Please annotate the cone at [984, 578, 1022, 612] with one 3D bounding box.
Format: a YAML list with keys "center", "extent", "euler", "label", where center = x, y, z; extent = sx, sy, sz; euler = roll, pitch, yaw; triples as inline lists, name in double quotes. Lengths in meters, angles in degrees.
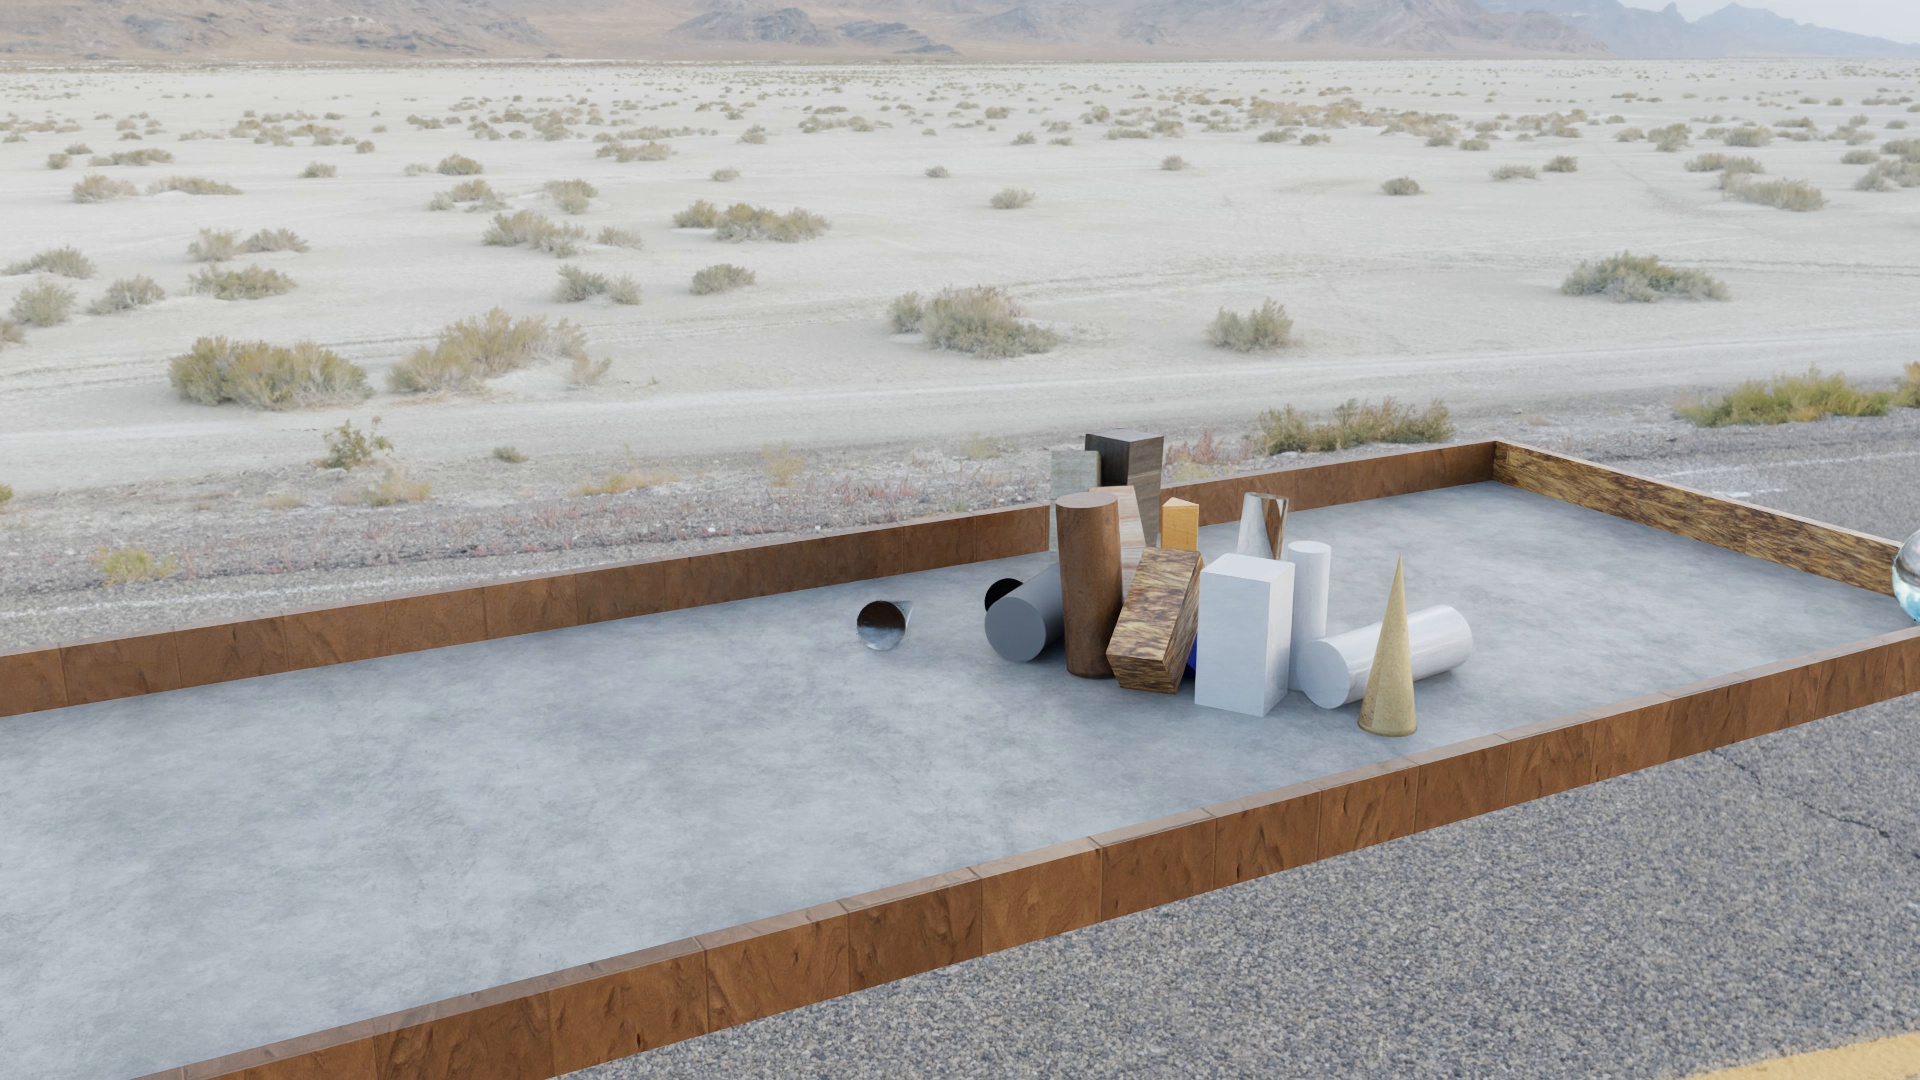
- center: [0.113, 0.160, 4.695]
  extent: [0.132, 0.132, 0.301]
  euler: [-2, 4, -7]
  label: "cone"

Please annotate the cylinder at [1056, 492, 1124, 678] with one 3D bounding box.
- center: [0.333, 0.112, 4.167]
  extent: [0.156, 0.443, 0.156]
  euler: [-5, 16, 1]
  label: "cylinder"

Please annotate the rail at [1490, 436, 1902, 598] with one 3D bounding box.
- center: [2.466, -0.048, 5.253]
  extent: [0.050, 0.150, 2.100]
  euler: [-9, 18, -27]
  label: "rail"

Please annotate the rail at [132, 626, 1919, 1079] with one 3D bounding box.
- center: [-2.336, 1.006, 1.665]
  extent: [12.000, 0.150, 0.050]
  euler: [-9, 18, -27]
  label: "rail"

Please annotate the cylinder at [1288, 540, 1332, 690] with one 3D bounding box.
- center: [0.855, 0.188, 4.081]
  extent: [0.103, 0.357, 0.103]
  euler: [0, 16, 0]
  label: "cylinder"

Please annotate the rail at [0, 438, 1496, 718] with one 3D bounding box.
- center: [-3.305, 0.497, 3.399]
  extent: [12.000, 0.150, 0.050]
  euler: [-9, 18, -27]
  label: "rail"

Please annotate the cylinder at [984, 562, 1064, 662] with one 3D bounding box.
- center: [0.226, 0.185, 4.415]
  extent: [0.175, 0.175, 0.370]
  euler: [8, 18, 26]
  label: "cylinder"

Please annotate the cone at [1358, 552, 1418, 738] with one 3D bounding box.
- center: [1.003, 0.230, 3.811]
  extent: [0.136, 0.429, 0.136]
  euler: [0, 16, 0]
  label: "cone"

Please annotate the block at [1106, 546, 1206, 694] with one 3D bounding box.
- center: [0.498, 0.198, 4.105]
  extent: [0.147, 0.147, 0.334]
  euler: [5, 54, 28]
  label: "block"

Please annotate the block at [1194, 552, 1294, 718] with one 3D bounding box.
- center: [0.688, 0.226, 3.987]
  extent: [0.174, 0.337, 0.174]
  euler: [9, 19, 28]
  label: "block"

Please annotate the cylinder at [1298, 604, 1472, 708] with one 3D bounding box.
- center: [1.057, 0.285, 4.089]
  extent: [0.457, 0.167, 0.167]
  euler: [-12, 20, -34]
  label: "cylinder"

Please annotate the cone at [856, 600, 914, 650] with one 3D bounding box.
- center: [-0.169, 0.200, 4.556]
  extent: [0.133, 0.133, 0.417]
  euler: [3, 8, 10]
  label: "cone"

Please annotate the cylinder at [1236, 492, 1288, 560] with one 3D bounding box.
- center: [0.779, 0.083, 4.332]
  extent: [0.116, 0.404, 0.116]
  euler: [6, 9, -1]
  label: "cylinder"

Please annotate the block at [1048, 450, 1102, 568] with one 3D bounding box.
- center: [0.328, -0.036, 4.687]
  extent: [0.130, 0.423, 0.130]
  euler: [1, -3, 10]
  label: "block"

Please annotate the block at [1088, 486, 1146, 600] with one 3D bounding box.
- center: [0.431, 0.065, 4.460]
  extent: [0.127, 0.127, 0.416]
  euler: [-3, 60, -10]
  label: "block"

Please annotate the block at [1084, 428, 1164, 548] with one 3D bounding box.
- center: [0.470, -0.088, 4.839]
  extent: [0.162, 0.450, 0.162]
  euler: [15, 19, 41]
  label: "block"

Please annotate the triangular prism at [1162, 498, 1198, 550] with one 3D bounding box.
- center: [0.603, 0.046, 4.631]
  extent: [0.102, 0.319, 0.088]
  euler: [-2, 17, -7]
  label: "triangular prism"

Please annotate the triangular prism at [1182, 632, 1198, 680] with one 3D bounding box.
- center: [0.636, 0.204, 4.202]
  extent: [0.103, 0.089, 0.306]
  euler: [12, 57, 35]
  label: "triangular prism"

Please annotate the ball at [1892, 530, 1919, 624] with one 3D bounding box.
- center: [2.695, 0.100, 4.446]
  extent: [0.320, 0.320, 0.320]
  euler: [0, 16, 0]
  label: "ball"
